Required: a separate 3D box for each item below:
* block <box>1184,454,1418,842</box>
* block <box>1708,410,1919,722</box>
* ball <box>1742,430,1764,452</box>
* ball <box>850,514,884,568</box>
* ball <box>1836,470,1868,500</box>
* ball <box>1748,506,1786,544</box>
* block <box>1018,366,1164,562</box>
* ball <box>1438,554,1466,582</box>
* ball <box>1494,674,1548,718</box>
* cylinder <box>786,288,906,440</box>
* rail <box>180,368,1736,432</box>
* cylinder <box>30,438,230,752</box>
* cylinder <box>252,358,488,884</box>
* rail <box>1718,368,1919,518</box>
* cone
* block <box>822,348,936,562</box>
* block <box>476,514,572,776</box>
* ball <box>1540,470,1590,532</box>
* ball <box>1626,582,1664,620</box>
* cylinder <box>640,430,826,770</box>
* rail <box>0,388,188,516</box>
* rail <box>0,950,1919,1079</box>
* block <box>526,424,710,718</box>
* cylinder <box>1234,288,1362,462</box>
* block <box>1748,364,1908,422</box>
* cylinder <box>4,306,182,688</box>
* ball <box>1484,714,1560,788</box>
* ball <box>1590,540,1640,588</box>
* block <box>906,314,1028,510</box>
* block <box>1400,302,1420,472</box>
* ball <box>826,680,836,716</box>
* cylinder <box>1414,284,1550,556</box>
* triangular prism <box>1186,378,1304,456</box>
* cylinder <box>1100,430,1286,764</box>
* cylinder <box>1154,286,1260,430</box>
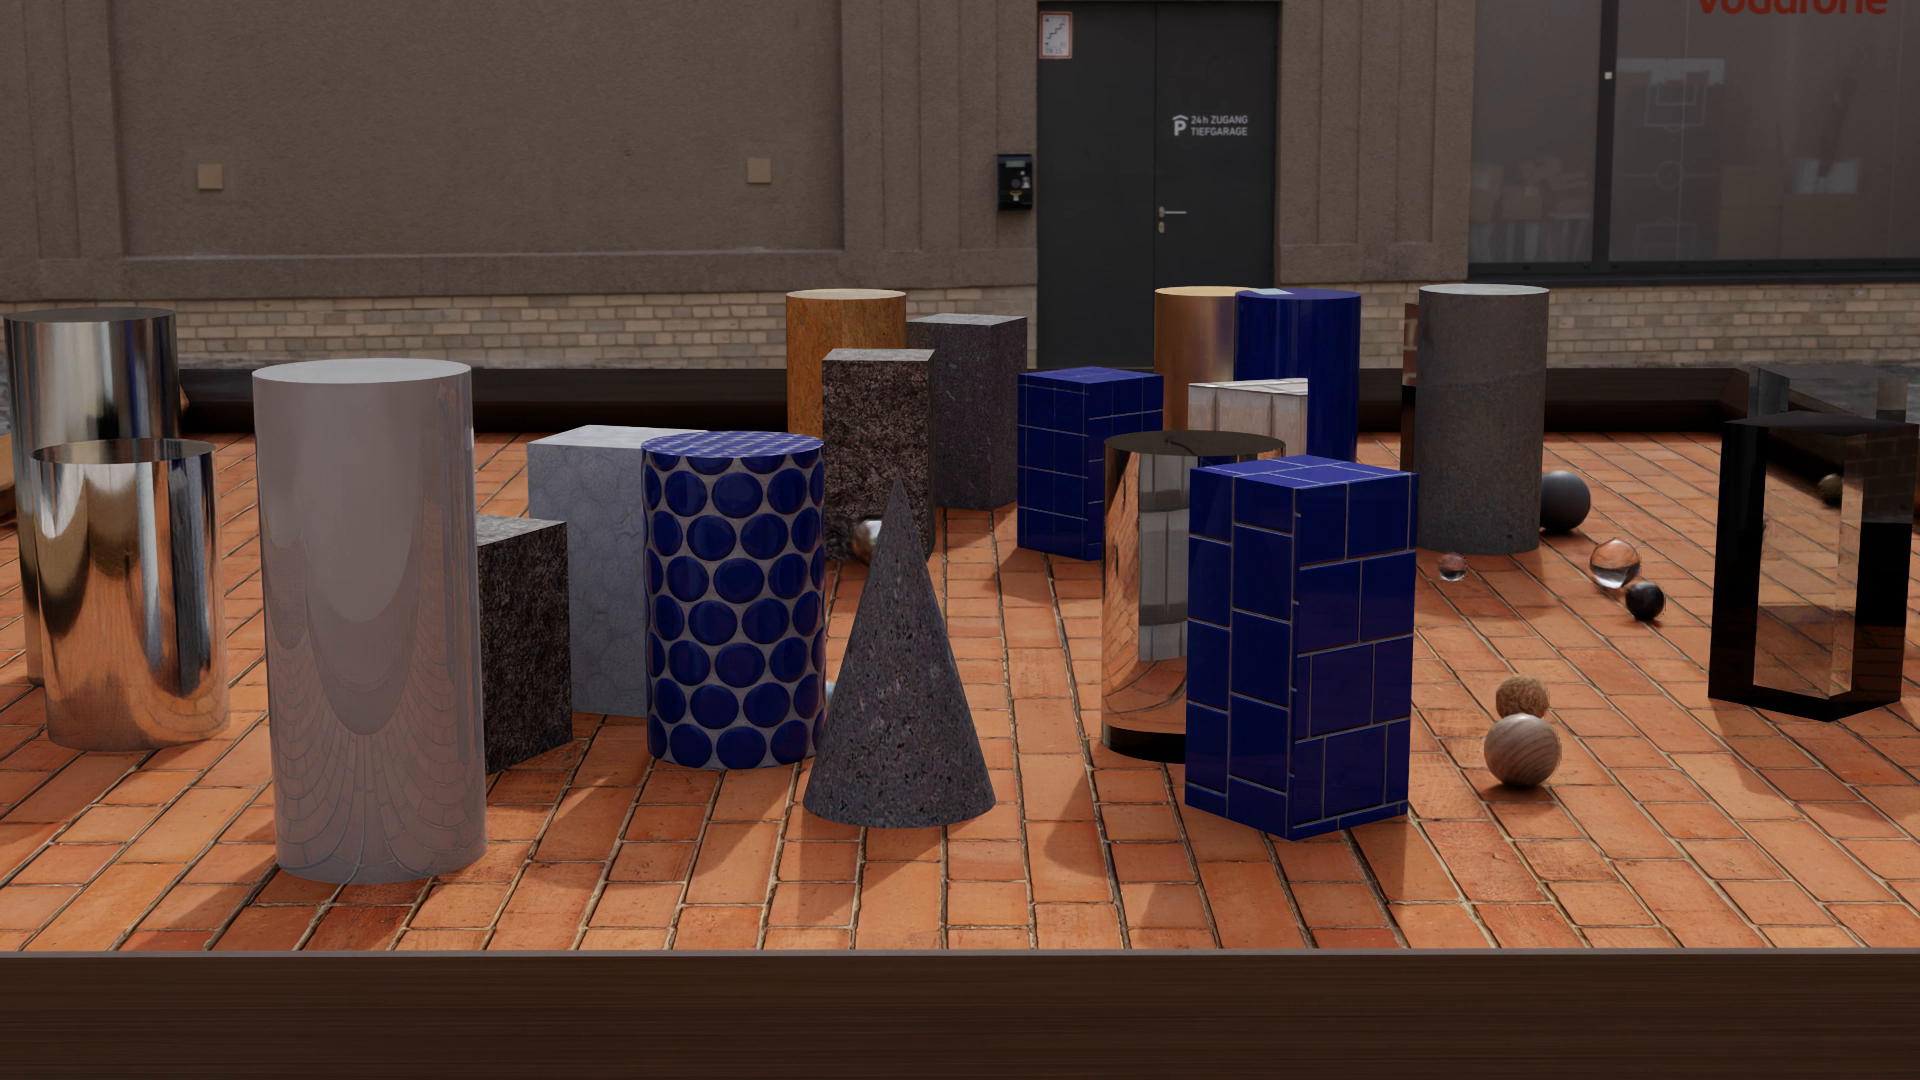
[{"bbox_3d":[0.332,0.100,2.510,0.155,0.338,0.155,-8,13,-36],"label":"block"},{"bbox_3d":[0.980,0.026,2.950,0.155,0.323,0.155,-9,14,-40],"label":"block"},{"bbox_3d":[1.507,-0.189,4.878,0.041,0.041,0.041,0,11,0],"label":"ball"},{"bbox_3d":[-0.120,0.002,3.746,0.080,0.080,0.080,0,11,0],"label":"ball"},{"bbox_3d":[1.504,-0.091,4.328,0.050,0.050,0.050,0,11,0],"label":"ball"},{"bbox_3d":[1.240,-0.024,3.944,0.057,0.057,0.057,0,11,0],"label":"ball"},{"bbox_3d":[0.197,-0.118,3.884,0.155,0.265,0.155,-9,14,-40],"label":"block"},{"bbox_3d":[0.700,0.039,3.652,0.040,0.040,0.040,0,11,0],"label":"ball"},{"bbox_3d":[0.624,0.179,2.853,0.058,0.058,0.058,0,11,0],"label":"ball"},{"bbox_3d":[-0.184,-0.219,4.162,0.194,0.361,0.194,0,11,0],"label":"cylinder"},{"bbox_3d":[-0.010,-0.275,5.105,3.122,0.126,0.045,0,11,0],"label":"rail"},{"bbox_3d":[-0.909,0.056,2.817,0.194,0.312,0.194,0,11,0],"label":"cylinder"},{"bbox_3d":[-0.540,0.069,2.360,0.194,0.453,0.194,0,11,0],"label":"cylinder"},{"bbox_3d":[1.537,0.031,3.458,0.045,0.126,3.415,0,11,0],"label":"rail"},{"bbox_3d":[-0.061,0.094,2.540,0.194,0.338,0.194,0,11,0],"label":"cone"},{"bbox_3d":[-0.120,-0.129,3.849,0.155,0.299,0.155,1,11,4],"label":"block"},{"bbox_3d":[-0.525,0.106,2.738,0.155,0.242,0.155,5,12,25],"label":"block"},{"bbox_3d":[0.942,-0.061,4.035,0.097,0.097,0.097,0,11,0],"label":"ball"},{"bbox_3d":[0.908,0.080,3.402,0.051,0.051,0.051,0,11,0],"label":"ball"},{"bbox_3d":[-0.241,0.060,2.746,0.194,0.330,0.194,0,11,0],"label":"cylinder"},{"bbox_3d":[-1.537,0.034,3.440,0.045,0.126,3.415,0,11,0],"label":"rail"},{"bbox_3d":[0.010,0.340,1.793,3.122,0.126,0.045,0,11,0],"label":"rail"},{"bbox_3d":[-0.389,0.033,2.958,0.155,0.307,0.155,3,11,18],"label":"block"},{"bbox_3d":[0.521,-0.194,3.985,0.194,0.377,0.194,0,11,0],"label":"cylinder"},{"bbox_3d":[1.148,-0.064,3.425,0.155,0.325,0.155,0,11,-2],"label":"block"},{"bbox_3d":[-1.027,-0.053,3.070,0.194,0.434,0.194,0,11,0],"label":"cylinder"},{"bbox_3d":[0.571,0.214,2.611,0.076,0.076,0.076,0,11,0],"label":"ball"},{"bbox_3d":[0.921,0.033,3.605,0.069,0.069,0.069,0,11,0],"label":"ball"},{"bbox_3d":[0.011,-0.217,4.302,0.155,0.307,0.155,5,11,24],"label":"block"},{"bbox_3d":[0.843,-0.224,4.269,0.155,0.333,0.155,-4,11,-22],"label":"block"},{"bbox_3d":[-0.157,0.179,2.876,0.048,0.048,0.048,0,11,0],"label":"ball"},{"bbox_3d":[0.792,-0.187,3.911,0.194,0.390,0.194,0,11,0],"label":"cylinder"},{"bbox_3d":[0.397,-0.035,3.258,0.168,0.330,0.145,8,13,37],"label":"triangular prism"},{"bbox_3d":[0.250,0.057,2.767,0.194,0.328,0.194,0,11,0],"label":"cylinder"},{"bbox_3d":[0.427,-0.251,4.375,0.194,0.347,0.194,0,11,0],"label":"cylinder"}]
